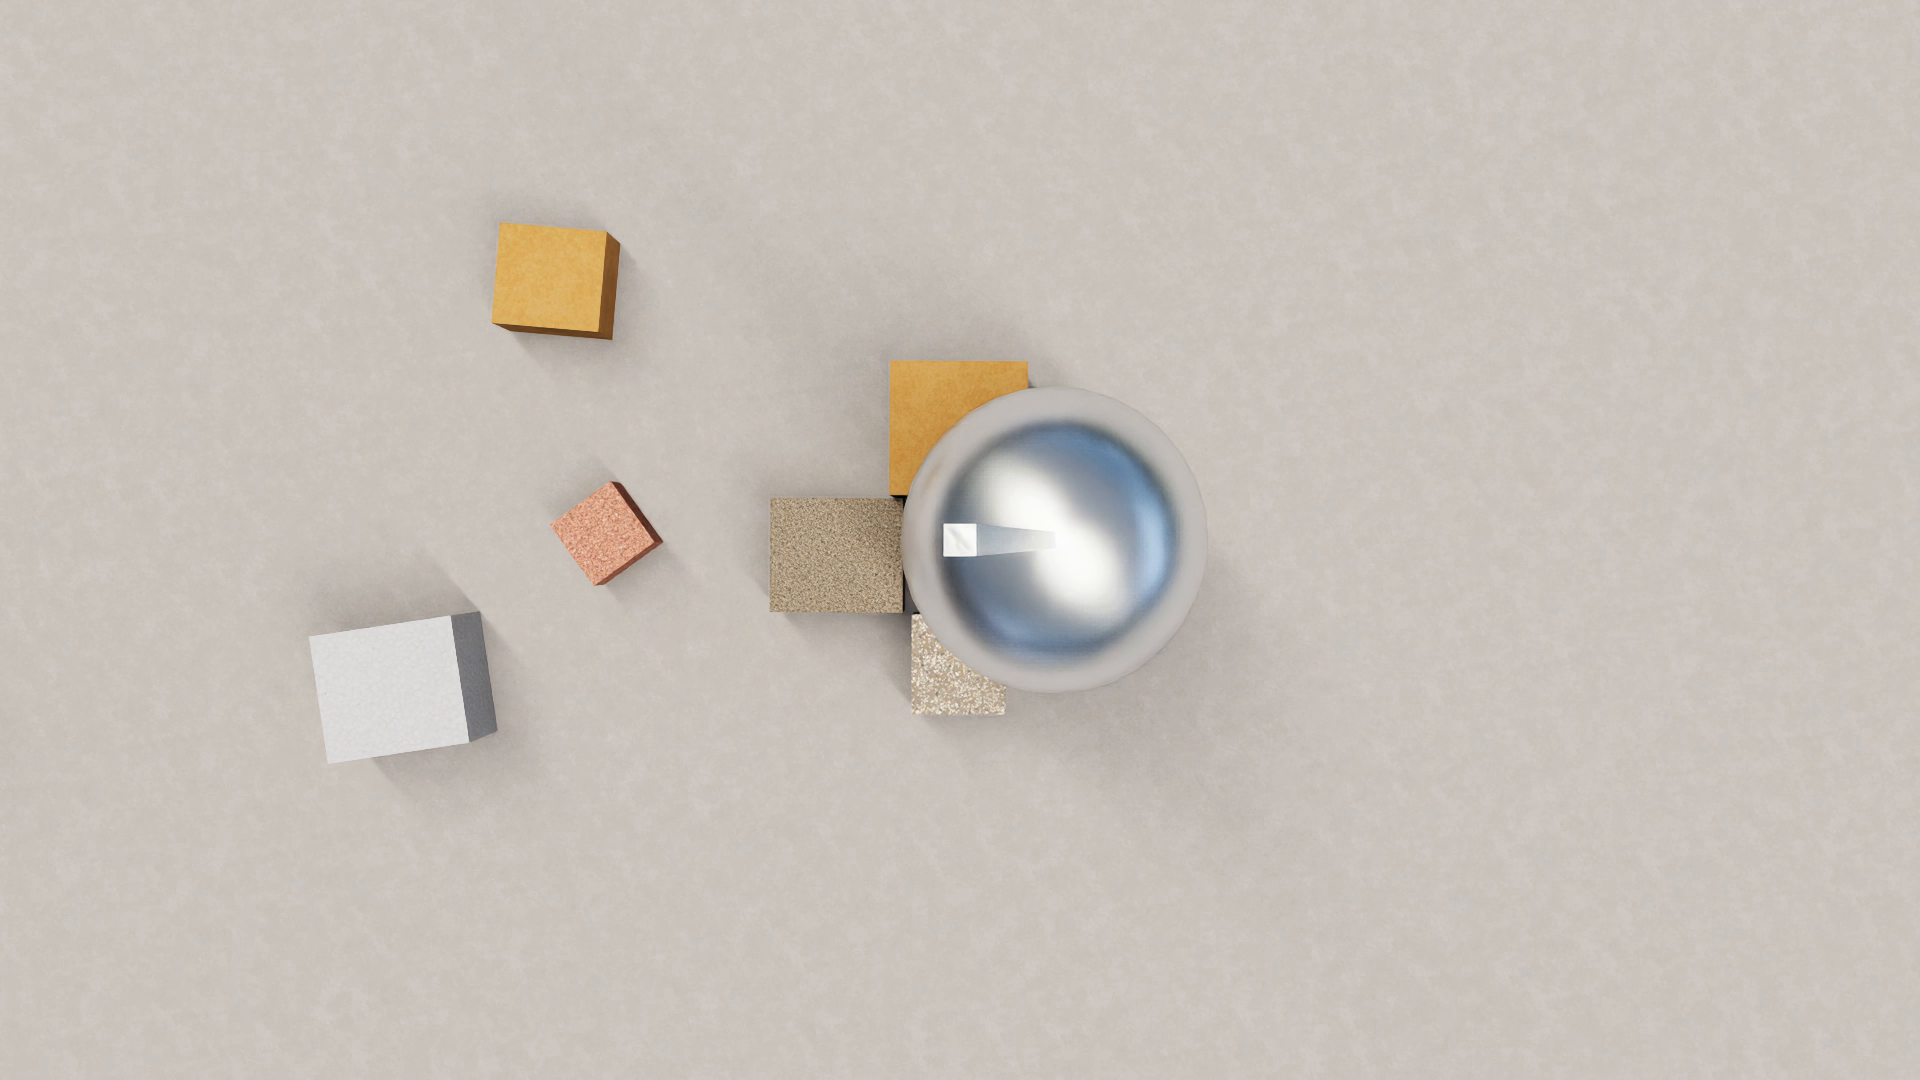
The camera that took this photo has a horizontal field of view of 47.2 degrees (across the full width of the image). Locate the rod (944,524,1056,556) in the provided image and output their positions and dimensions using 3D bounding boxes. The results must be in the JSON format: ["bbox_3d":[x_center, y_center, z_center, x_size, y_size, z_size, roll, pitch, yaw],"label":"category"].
[{"bbox_3d":[0.211,0.000,8.037,0.080,5.200,0.080,0,90,5],"label":"rod"}]

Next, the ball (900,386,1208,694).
[{"bbox_3d":[0.487,0.000,11.426,1.600,1.600,1.600,0,90,0],"label":"ball"}]

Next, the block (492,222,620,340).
[{"bbox_3d":[-2.335,-1.494,12.747,0.608,0.506,0.572,5,90,0],"label":"block"}]

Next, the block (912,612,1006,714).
[{"bbox_3d":[-0.007,0.705,12.725,0.533,0.550,0.565,0,90,0],"label":"block"}]

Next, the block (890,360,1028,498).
[{"bbox_3d":[-0.008,-0.620,12.589,0.764,0.821,0.744,0,90,0],"label":"block"}]

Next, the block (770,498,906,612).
[{"bbox_3d":[-0.697,0.086,12.699,0.748,0.603,0.646,0,90,0],"label":"block"}]

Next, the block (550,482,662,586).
[{"bbox_3d":[-2.053,-0.037,12.805,0.431,0.390,0.432,-36,90,0],"label":"block"}]

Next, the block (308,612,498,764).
[{"bbox_3d":[-3.178,0.833,12.621,0.796,0.757,0.716,-9,90,0],"label":"block"}]
